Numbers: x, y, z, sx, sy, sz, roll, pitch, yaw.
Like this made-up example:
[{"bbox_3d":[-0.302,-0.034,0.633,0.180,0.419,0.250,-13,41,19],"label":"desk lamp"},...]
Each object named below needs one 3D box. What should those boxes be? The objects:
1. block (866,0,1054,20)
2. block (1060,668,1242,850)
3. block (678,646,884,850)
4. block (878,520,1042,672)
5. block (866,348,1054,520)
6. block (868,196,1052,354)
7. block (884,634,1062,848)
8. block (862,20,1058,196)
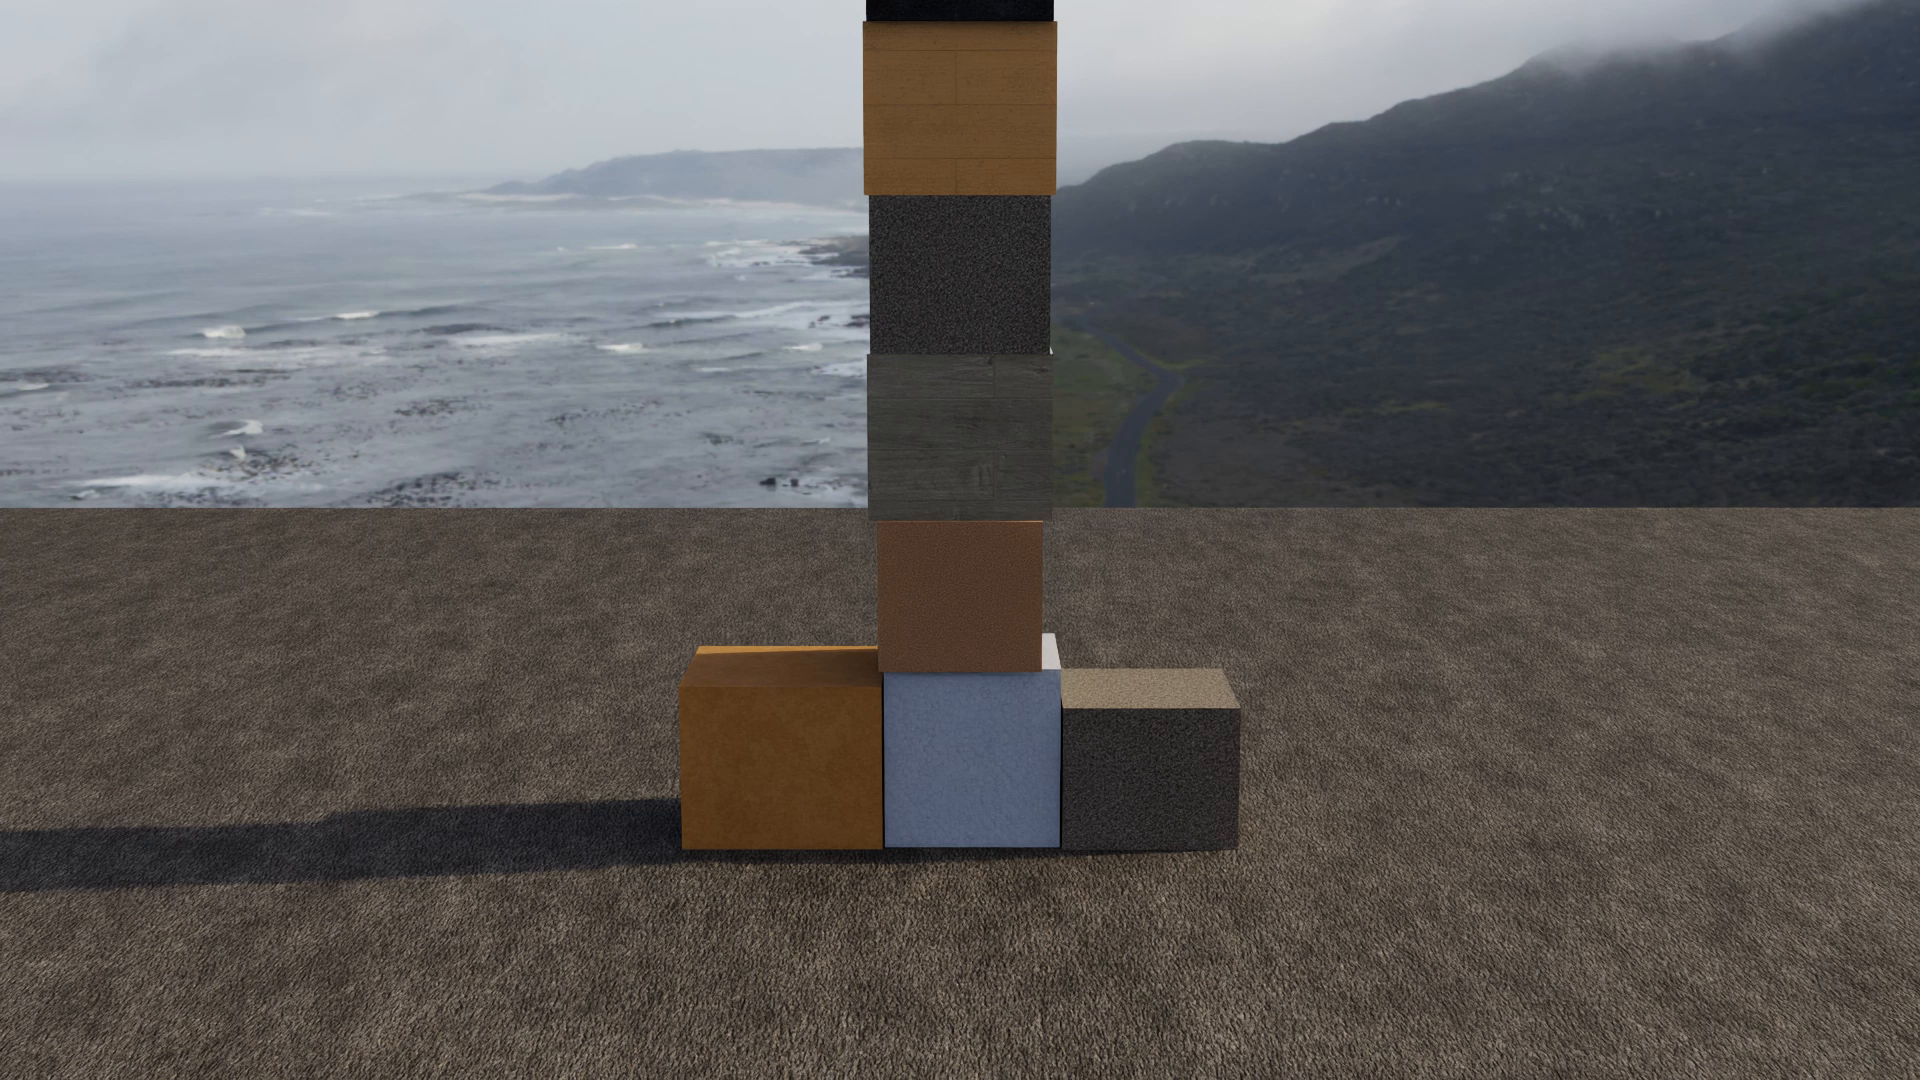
[{"bbox_3d":[0.000,-2.924,10.641,0.876,0.846,0.924,0,10,0],"label":"block"},{"bbox_3d":[0.952,1.119,11.371,0.881,0.730,0.833,0,10,0],"label":"block"},{"bbox_3d":[-0.891,1.059,11.393,1.004,0.840,0.894,0,10,0],"label":"block"},{"bbox_3d":[0.000,0.204,11.200,0.807,0.751,0.863,0,10,0],"label":"block"},{"bbox_3d":[0.000,-0.573,11.096,0.899,0.815,0.870,0,10,0],"label":"block"},{"bbox_3d":[0.000,-1.341,10.927,0.867,0.757,0.828,0,10,0],"label":"block"},{"bbox_3d":[0.062,1.021,11.377,0.880,0.920,0.800,0,10,0],"label":"block"},{"bbox_3d":[0.000,-2.111,10.790,0.915,0.807,0.823,0,10,0],"label":"block"}]
